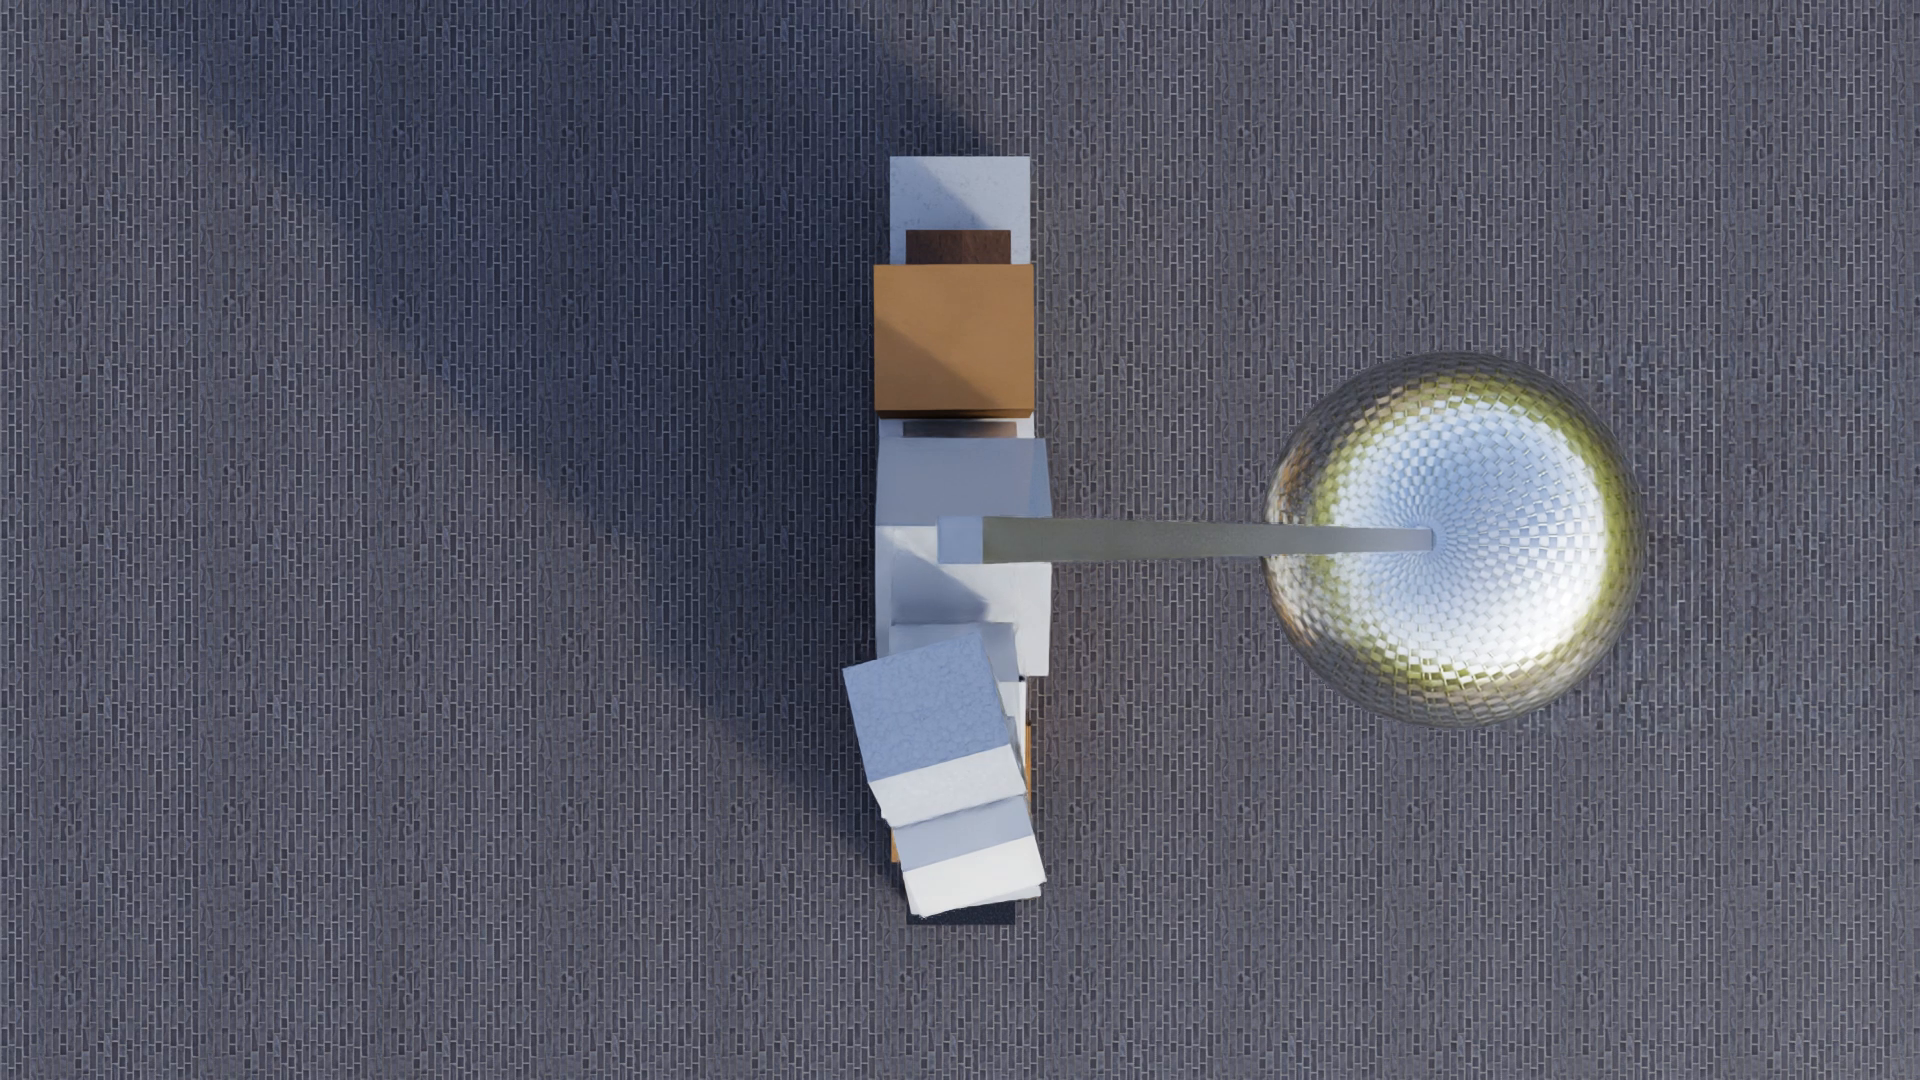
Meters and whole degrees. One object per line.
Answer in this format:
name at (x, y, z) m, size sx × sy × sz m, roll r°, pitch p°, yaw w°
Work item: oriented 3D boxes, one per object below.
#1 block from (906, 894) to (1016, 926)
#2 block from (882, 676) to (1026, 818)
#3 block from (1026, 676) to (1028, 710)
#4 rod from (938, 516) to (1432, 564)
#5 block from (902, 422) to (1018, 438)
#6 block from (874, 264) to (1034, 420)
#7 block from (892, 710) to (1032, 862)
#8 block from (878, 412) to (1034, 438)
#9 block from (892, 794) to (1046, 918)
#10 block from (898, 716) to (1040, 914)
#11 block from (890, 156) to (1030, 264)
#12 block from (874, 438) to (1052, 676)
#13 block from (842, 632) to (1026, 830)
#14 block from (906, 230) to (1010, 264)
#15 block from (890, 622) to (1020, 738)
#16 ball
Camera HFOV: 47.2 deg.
block at (0.006, 1.795, 12.681) m, size 0.612 × 0.638 × 0.740 m, roll 0°, pitch 90°, yaw 0°
block at (-0.032, 0.859, 10.542) m, size 0.663 × 0.779 × 0.678 m, roll 0°, pitch 107°, yaw 0°
block at (-0.026, 0.485, 11.251) m, size 0.726 × 0.630 × 0.632 m, roll 0°, pitch 100°, yaw 0°
rod at (0.899, 0.000, 6.129) m, size 0.080 × 5.200 × 0.080 m, roll 0°, pitch 90°, yaw 20°
block at (0.001, -0.190, 11.047) m, size 0.573 × 0.625 × 0.592 m, roll 0°, pitch 120°, yaw 0°
block at (-0.029, -0.973, 10.931) m, size 0.765 × 0.794 × 0.695 m, roll 0°, pitch 90°, yaw 0°
block at (0.006, 1.328, 11.963) m, size 0.736 × 0.619 × 0.740 m, roll 0°, pitch 93°, yaw 0°
block at (-0.020, -0.695, 11.746) m, size 0.798 × 0.836 × 0.735 m, roll -1°, pitch 90°, yaw 0°
block at (0.003, 1.082, 8.572) m, size 0.508 × 0.493 × 0.515 m, roll -16°, pitch 60°, yaw -1°
block at (0.017, 1.154, 9.263) m, size 0.544 × 0.601 × 0.507 m, roll -9°, pitch 118°, yaw 3°
block at (0.000, -1.720, 12.634) m, size 0.779 × 0.733 × 0.839 m, roll 0°, pitch 90°, yaw 0°
block at (0.010, 0.069, 10.335) m, size 0.792 × 0.869 × 0.788 m, roll 0°, pitch 120°, yaw -1°
block at (-0.091, 0.714, 8.189) m, size 0.527 × 0.510 × 0.462 m, roll -15°, pitch 62°, yaw 1°
block at (-0.009, -1.368, 11.998) m, size 0.561 × 0.538 × 0.572 m, roll 0°, pitch 90°, yaw 0°
block at (-0.026, 0.790, 9.767) m, size 0.558 × 0.578 × 0.649 m, roll -2°, pitch 114°, yaw -1°
ball at (2.074, 0.000, 9.319) m, size 1.600 × 1.600 × 1.600 m, roll 0°, pitch 90°, yaw 0°
